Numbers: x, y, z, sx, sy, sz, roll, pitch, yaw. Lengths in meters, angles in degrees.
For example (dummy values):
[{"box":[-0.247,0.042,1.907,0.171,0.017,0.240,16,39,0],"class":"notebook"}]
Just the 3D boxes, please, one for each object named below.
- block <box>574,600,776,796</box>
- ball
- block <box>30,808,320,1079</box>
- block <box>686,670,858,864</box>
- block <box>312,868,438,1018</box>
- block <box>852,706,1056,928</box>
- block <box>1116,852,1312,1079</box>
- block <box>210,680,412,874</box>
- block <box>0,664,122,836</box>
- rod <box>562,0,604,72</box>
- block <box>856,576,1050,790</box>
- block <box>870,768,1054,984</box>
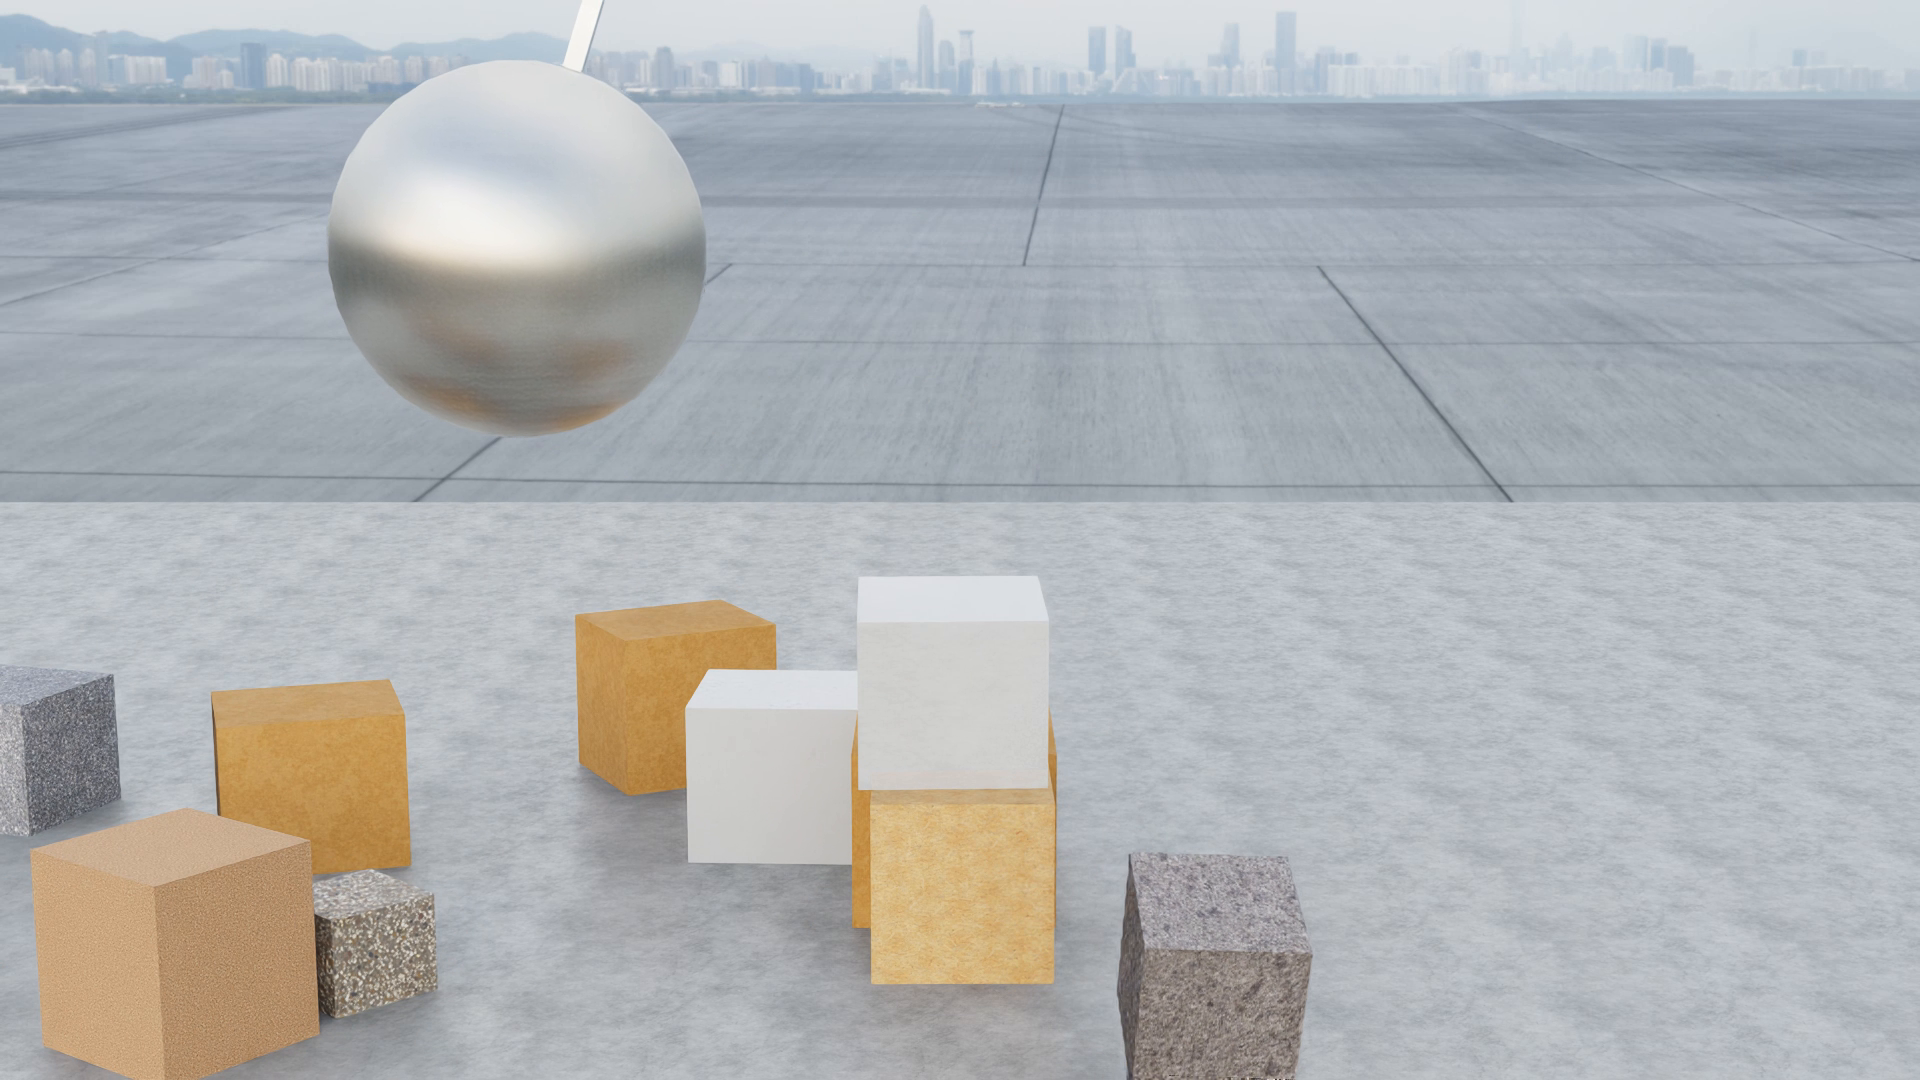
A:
[{"box":[-1.445,0.786,13.059,0.806,0.781,0.706,-6,12,-28],"class":"block"},{"box":[-1.882,-1.238,10.955,1.600,1.600,1.600,0,10,0],"class":"ball"},{"box":[-2.863,1.474,9.378,0.723,0.745,0.678,8,13,36],"class":"block"},{"box":[-0.814,1.037,11.855,0.792,0.718,0.751,0,10,2],"class":"block"},{"box":[-2.351,1.555,9.937,0.452,0.385,0.455,10,14,44],"class":"block"},{"box":[-0.026,1.174,11.027,0.846,0.744,0.828,0,10,0],"class":"block"},{"box":[0.882,1.525,9.038,0.568,0.604,0.586,2,26,-3],"class":"block"},{"box":[-2.957,1.080,11.668,0.807,0.700,0.704,-3,11,-18],"class":"block"},{"box":[-4.558,0.997,12.329,0.699,0.626,0.687,3,11,18],"class":"block"},{"box":[-0.816,-4.415,10.378,0.080,5.200,0.080,18,10,-3],"class":"rod"},{"box":[-0.038,0.567,10.405,0.747,0.681,0.765,0,12,-2],"class":"block"},{"box":[0.007,1.319,10.283,0.713,0.726,0.656,0,10,0],"class":"block"}]
